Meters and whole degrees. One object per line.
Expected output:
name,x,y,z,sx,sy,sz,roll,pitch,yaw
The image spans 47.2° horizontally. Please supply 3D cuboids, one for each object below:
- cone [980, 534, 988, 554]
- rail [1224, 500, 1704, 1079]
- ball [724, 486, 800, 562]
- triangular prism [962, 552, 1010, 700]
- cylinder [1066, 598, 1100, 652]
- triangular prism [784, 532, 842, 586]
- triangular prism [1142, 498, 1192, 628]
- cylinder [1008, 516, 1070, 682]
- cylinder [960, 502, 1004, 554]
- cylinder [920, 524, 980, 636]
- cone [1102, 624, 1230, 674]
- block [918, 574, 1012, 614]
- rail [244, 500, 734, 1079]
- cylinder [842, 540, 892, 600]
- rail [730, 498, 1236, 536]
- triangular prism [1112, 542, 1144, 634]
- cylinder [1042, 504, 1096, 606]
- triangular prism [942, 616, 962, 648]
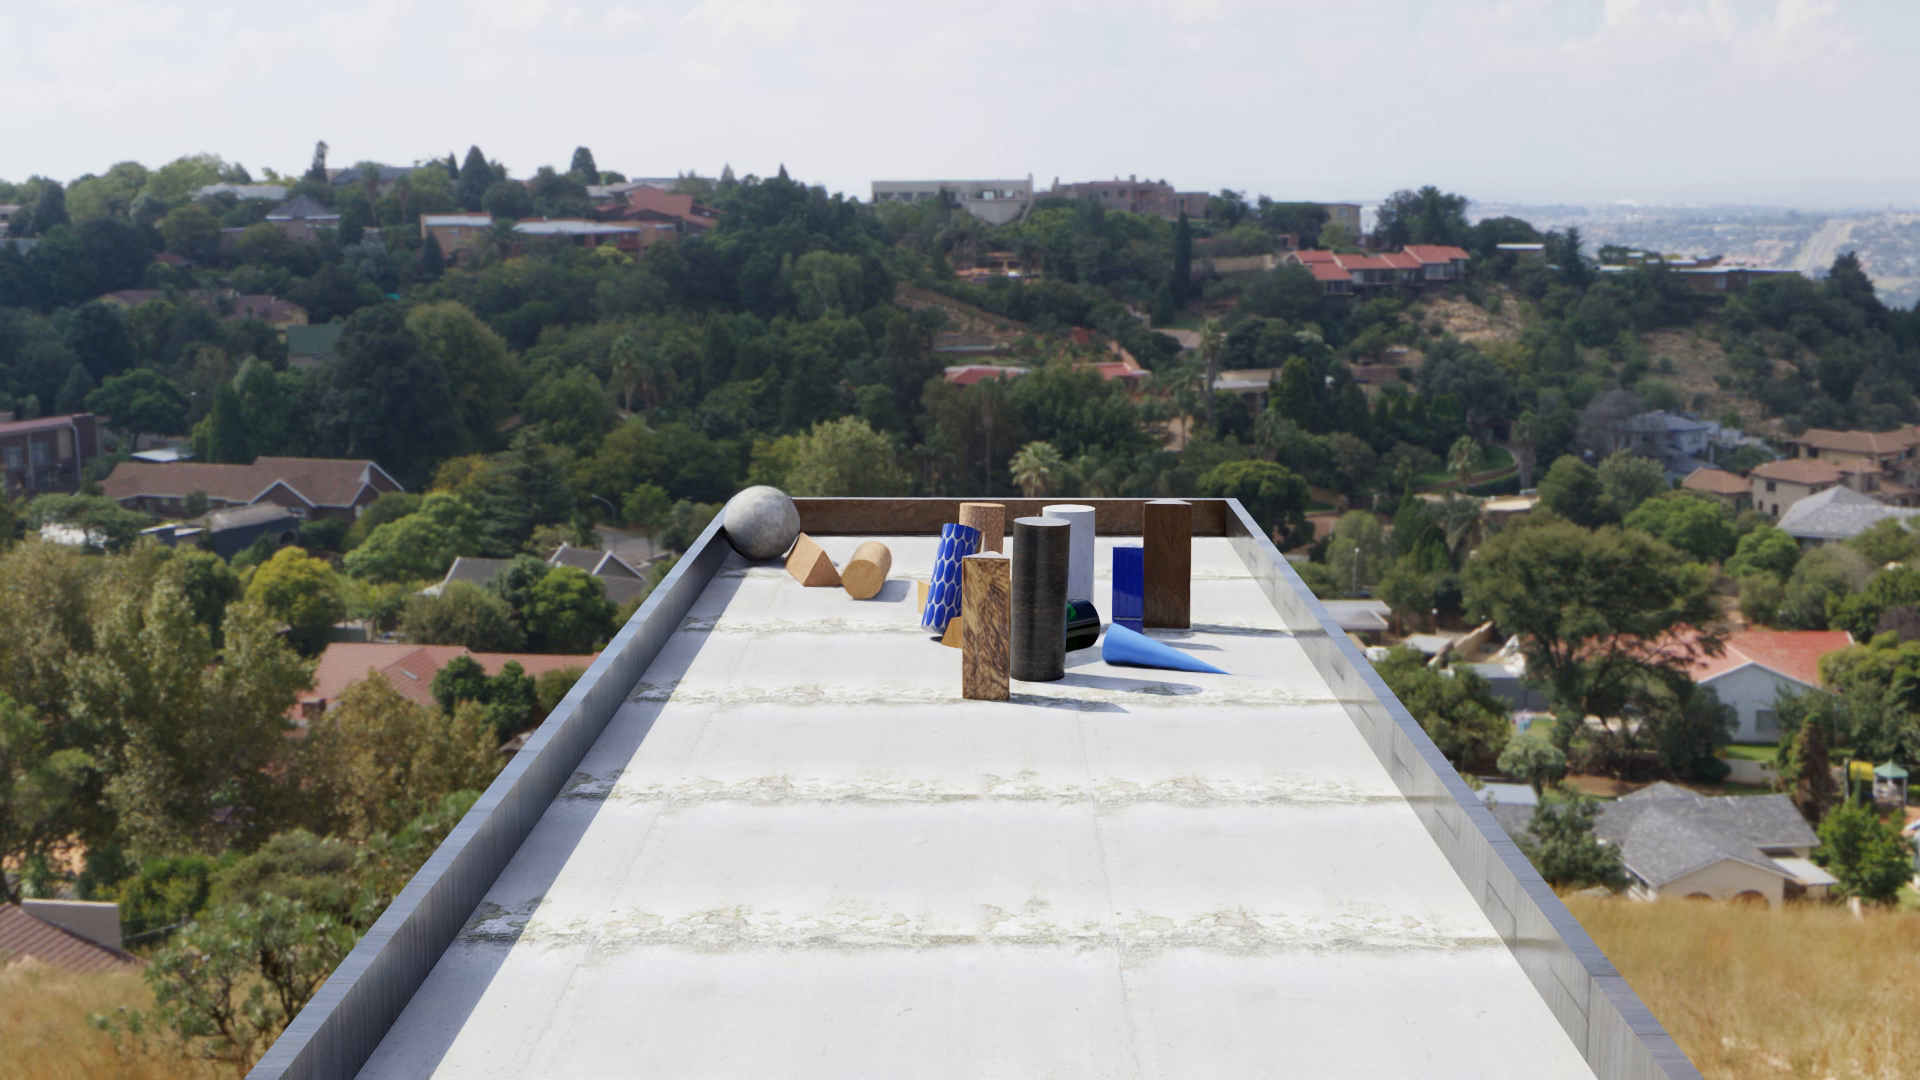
cone,0.077,0.149,6.827,0.129,0.369,0.129,0,-15,0
rail,1.046,0.843,3.208,0.050,0.150,12.000,0,9,1
ball,-0.764,-0.063,8.475,0.292,0.292,0.292,0,9,0
triangular prism,0.082,0.240,6.206,0.133,0.404,0.115,2,9,10
cylinder,0.225,0.284,6.711,0.160,0.160,0.435,9,13,44
triangular prism,-0.547,0.067,8.156,0.148,0.128,0.439,-2,9,-14
triangular prism,0.682,0.075,7.222,0.154,0.411,0.133,1,9,8
cylinder,0.232,0.172,6.442,0.167,0.459,0.167,2,9,0
cylinder,0.065,0.080,7.213,0.147,0.393,0.147,3,5,0
cylinder,-0.030,0.128,7.049,0.122,0.342,0.122,12,-14,3
cone,0.632,0.355,6.579,0.401,0.121,0.121,14,14,25
block,0.070,0.187,7.475,0.415,0.111,0.111,-3,10,-20
rail,-1.004,0.839,3.234,0.050,0.150,12.000,0,9,1
cylinder,-0.332,0.105,7.889,0.143,0.143,0.417,0,9,3
rail,0.099,-0.098,9.147,2.100,0.150,0.050,0,9,1
triangular prism,0.536,0.167,6.975,0.096,0.307,0.084,2,9,11
cylinder,0.355,0.089,7.205,0.172,0.389,0.172,0,9,0
triangular prism,0.132,0.266,7.026,0.427,0.090,0.104,-8,12,-42
